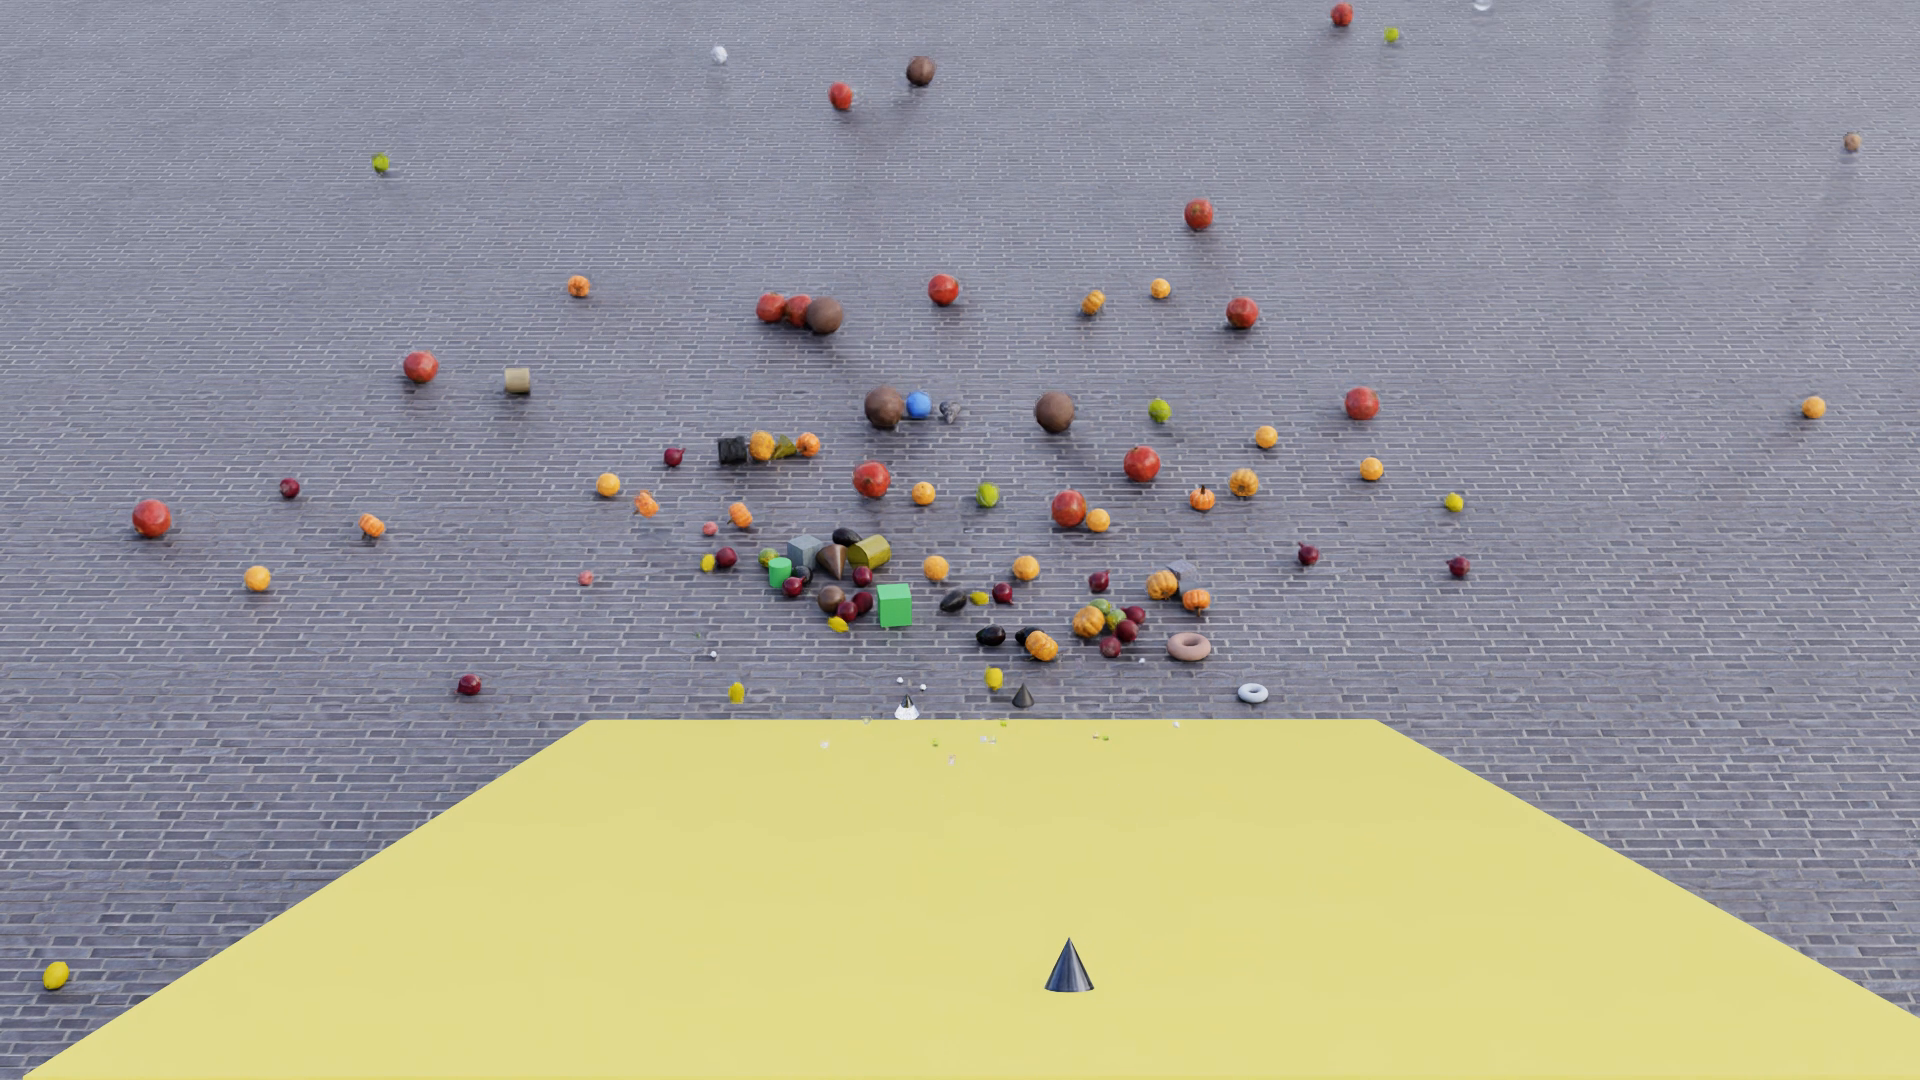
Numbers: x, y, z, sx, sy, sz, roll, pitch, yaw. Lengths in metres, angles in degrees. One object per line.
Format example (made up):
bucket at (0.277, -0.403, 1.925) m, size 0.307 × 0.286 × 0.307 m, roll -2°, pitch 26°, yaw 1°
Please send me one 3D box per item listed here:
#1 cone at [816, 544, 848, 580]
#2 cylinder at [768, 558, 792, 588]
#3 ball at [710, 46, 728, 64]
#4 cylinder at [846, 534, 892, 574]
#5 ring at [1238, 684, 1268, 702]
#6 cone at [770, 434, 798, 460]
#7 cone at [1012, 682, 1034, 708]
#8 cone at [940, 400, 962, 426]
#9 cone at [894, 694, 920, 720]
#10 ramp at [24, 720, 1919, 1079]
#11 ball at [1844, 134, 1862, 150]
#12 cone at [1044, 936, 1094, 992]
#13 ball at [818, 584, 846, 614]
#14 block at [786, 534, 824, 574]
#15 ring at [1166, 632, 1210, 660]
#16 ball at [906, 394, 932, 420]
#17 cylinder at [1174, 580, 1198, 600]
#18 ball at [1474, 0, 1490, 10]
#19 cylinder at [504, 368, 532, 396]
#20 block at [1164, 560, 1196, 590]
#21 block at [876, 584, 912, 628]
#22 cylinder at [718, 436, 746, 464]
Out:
cone at (-0.360, 0.081, 7.480) m, size 0.098 × 0.098 × 0.098 m, roll -8°, pitch 55°, yaw -16°
cylinder at (-0.517, 0.094, 7.431) m, size 0.065 × 0.065 × 0.065 m, roll 0°, pitch 27°, yaw 0°
ball at (-1.131, -2.273, 12.106) m, size 0.082 × 0.082 × 0.082 m, roll 0°, pitch 27°, yaw 0°
cylinder at (-0.265, 0.041, 7.508) m, size 0.091 × 0.091 × 0.091 m, roll 23°, pitch 35°, yaw 37°
ring at (0.778, 0.407, 6.853) m, size 0.081 × 0.027 × 0.081 m, roll 0°, pitch 25°, yaw 0°
cone at (-0.573, -0.280, 8.206) m, size 0.080 × 0.080 × 0.080 m, roll -42°, pitch 42°, yaw -16°
cone at (0.168, 0.402, 6.824) m, size 0.061 × 0.061 × 0.061 m, roll 0°, pitch 27°, yaw 0°
cone at (-0.033, -0.404, 8.454) m, size 0.075 × 0.075 × 0.075 m, roll 1°, pitch 53°, yaw 3°
cone at (-0.139, 0.429, 6.768) m, size 0.065 × 0.065 × 0.065 m, roll 0°, pitch 27°, yaw 0°
ramp at (0.061, 0.547, 4.583) m, size 2.000 × 0.100 × 4.000 m, roll 0°, pitch 1°, yaw 0°
ball at (3.795, -1.692, 10.967) m, size 0.069 × 0.069 × 0.069 m, roll 0°, pitch 27°, yaw 0°
cone at (0.129, 0.497, 3.038) m, size 0.060 × 0.060 × 0.060 m, roll 0°, pitch 1°, yaw 0°
ball at (-0.362, 0.166, 7.270) m, size 0.080 × 0.080 × 0.080 m, roll 0°, pitch 27°, yaw 0°
block at (-0.451, 0.039, 7.528) m, size 0.076 × 0.076 × 0.076 m, roll -21°, pitch 34°, yaw -36°
ring at (0.626, 0.292, 7.066) m, size 0.122 × 0.041 × 0.122 m, roll 0°, pitch 26°, yaw 0°
ball at (-0.136, -0.438, 8.464) m, size 0.085 × 0.085 × 0.085 m, roll 0°, pitch 27°, yaw 0°
cylinder at (0.645, 0.141, 7.351) m, size 0.053 × 0.053 × 0.053 m, roll -5°, pitch 27°, yaw -9°
ball at (2.620, -2.696, 12.945) m, size 0.082 × 0.082 × 0.082 m, roll 0°, pitch 27°, yaw 0°
cylinder at (-1.484, -0.532, 8.657) m, size 0.080 × 0.080 × 0.080 m, roll -14°, pitch 28°, yaw -6°
block at (0.634, 0.103, 7.414) m, size 0.064 × 0.064 × 0.064 m, roll -20°, pitch 33°, yaw -34°
block at (-0.184, 0.183, 7.231) m, size 0.087 × 0.087 × 0.087 m, roll -4°, pitch 27°, yaw -7°
cylinder at (-0.720, -0.283, 8.162) m, size 0.080 × 0.080 × 0.080 m, roll -6°, pitch 27°, yaw -11°
